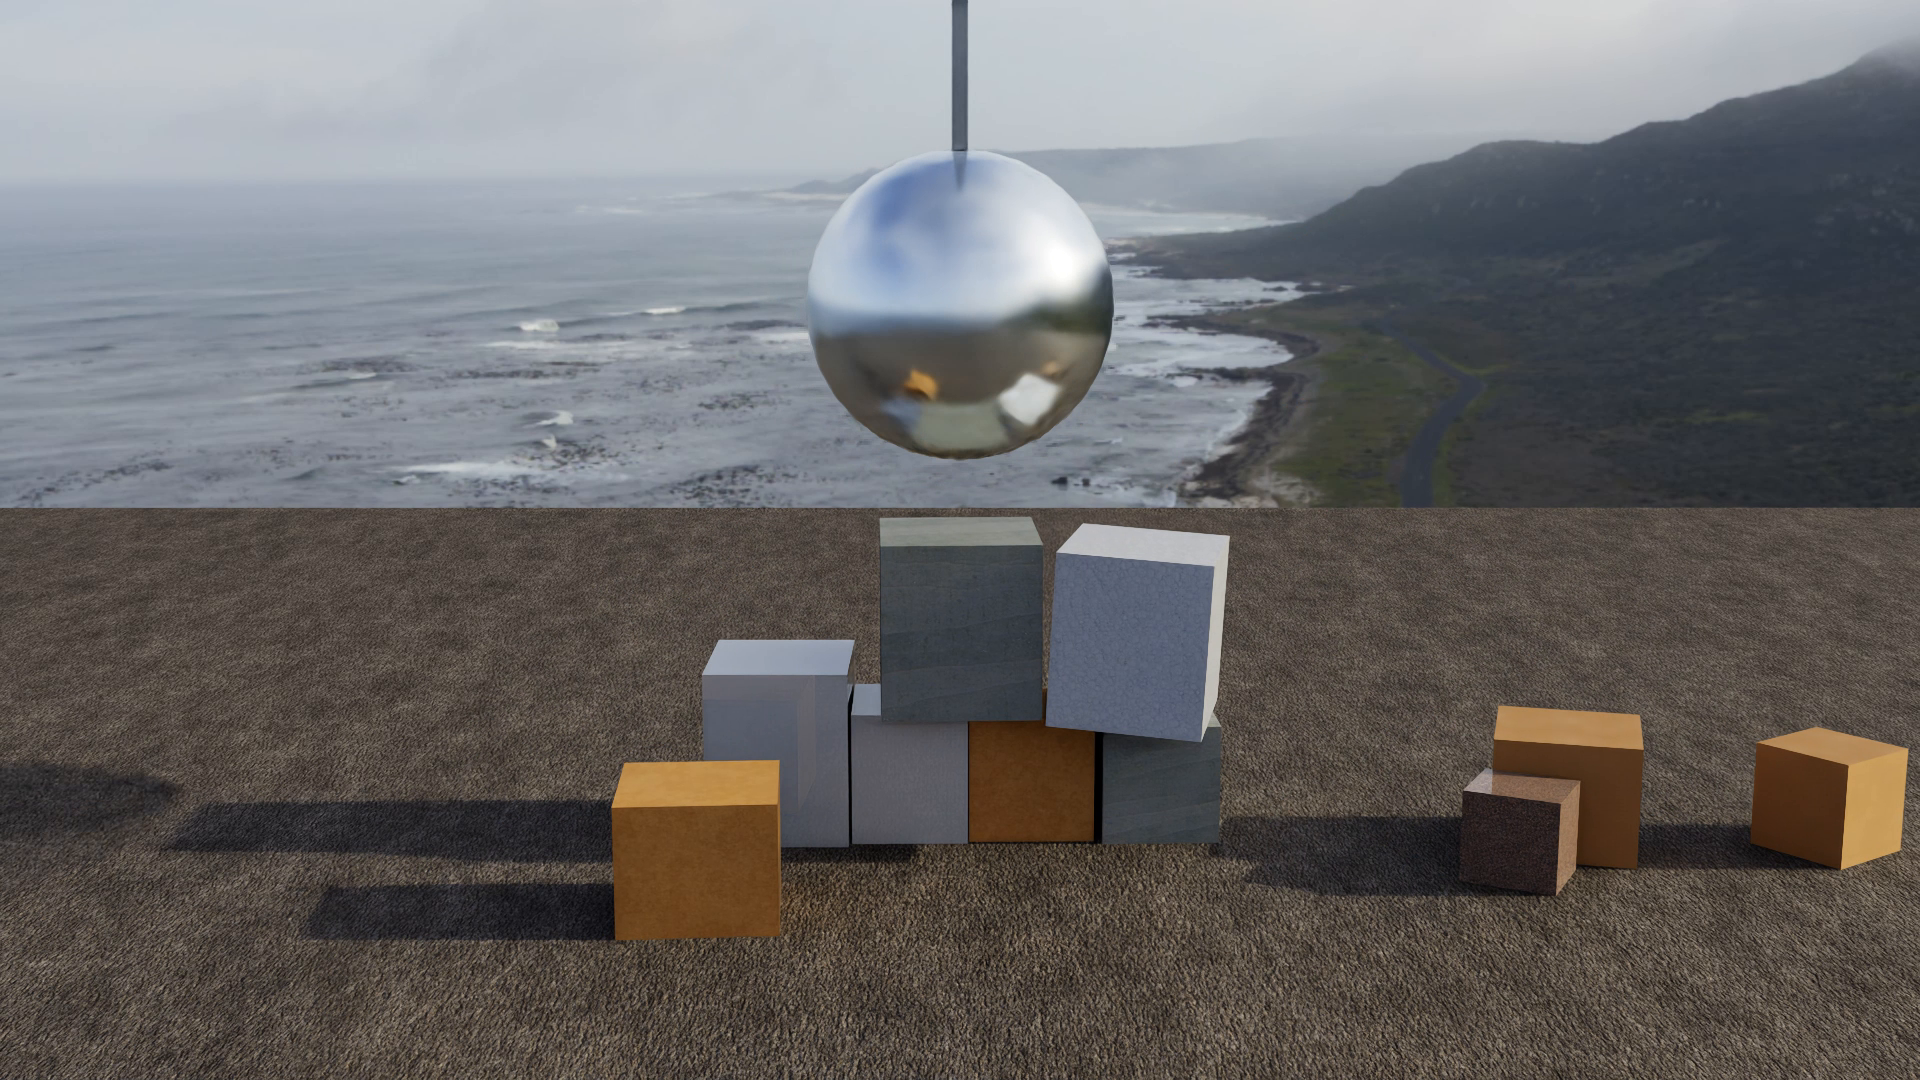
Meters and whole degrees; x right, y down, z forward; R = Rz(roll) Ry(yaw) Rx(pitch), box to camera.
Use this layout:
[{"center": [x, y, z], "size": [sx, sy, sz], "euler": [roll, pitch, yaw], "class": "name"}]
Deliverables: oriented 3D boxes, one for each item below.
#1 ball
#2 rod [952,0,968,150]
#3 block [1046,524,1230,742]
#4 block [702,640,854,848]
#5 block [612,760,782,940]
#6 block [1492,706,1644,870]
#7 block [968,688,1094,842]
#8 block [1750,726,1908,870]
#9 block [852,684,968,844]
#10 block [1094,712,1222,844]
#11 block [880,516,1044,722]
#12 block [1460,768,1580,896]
[{"center": [0.000, -1.214, 11.389], "size": [1.600, 1.600, 1.600], "euler": [0, 10, 0], "class": "ball"}, {"center": [0.000, -4.508, 10.547], "size": [0.080, 5.200, 0.080], "euler": [0, 14, 0], "class": "rod"}, {"center": [0.911, 0.449, 11.139], "size": [0.770, 0.874, 0.899], "euler": [5, 10, 11], "class": "block"}, {"center": [-0.920, 1.038, 11.367], "size": [0.720, 0.891, 0.774], "euler": [0, 10, 0], "class": "block"}, {"center": [-1.194, 1.411, 10.093], "size": [0.727, 0.613, 0.708], "euler": [-1, 10, -4], "class": "block"}, {"center": [3.054, 1.234, 11.091], "size": [0.703, 0.603, 0.680], "euler": [3, 11, 15], "class": "block"}, {"center": [0.358, 1.158, 11.405], "size": [0.633, 0.641, 0.626], "euler": [0, 10, -1], "class": "block"}, {"center": [4.354, 1.285, 11.024], "size": [0.508, 0.527, 0.509], "euler": [-7, 13, -35], "class": "block"}, {"center": [-0.257, 1.148, 11.373], "size": [0.585, 0.672, 0.639], "euler": [0, 10, -1], "class": "block"}, {"center": [1.004, 1.177, 11.393], "size": [0.592, 0.607, 0.658], "euler": [0, 10, -2], "class": "block"}, {"center": [-0.007, 0.389, 11.201], "size": [0.794, 0.884, 0.819], "euler": [0, 10, -2], "class": "block"}, {"center": [2.698, 1.401, 10.598], "size": [0.462, 0.451, 0.420], "euler": [5, 12, 27], "class": "block"}]
